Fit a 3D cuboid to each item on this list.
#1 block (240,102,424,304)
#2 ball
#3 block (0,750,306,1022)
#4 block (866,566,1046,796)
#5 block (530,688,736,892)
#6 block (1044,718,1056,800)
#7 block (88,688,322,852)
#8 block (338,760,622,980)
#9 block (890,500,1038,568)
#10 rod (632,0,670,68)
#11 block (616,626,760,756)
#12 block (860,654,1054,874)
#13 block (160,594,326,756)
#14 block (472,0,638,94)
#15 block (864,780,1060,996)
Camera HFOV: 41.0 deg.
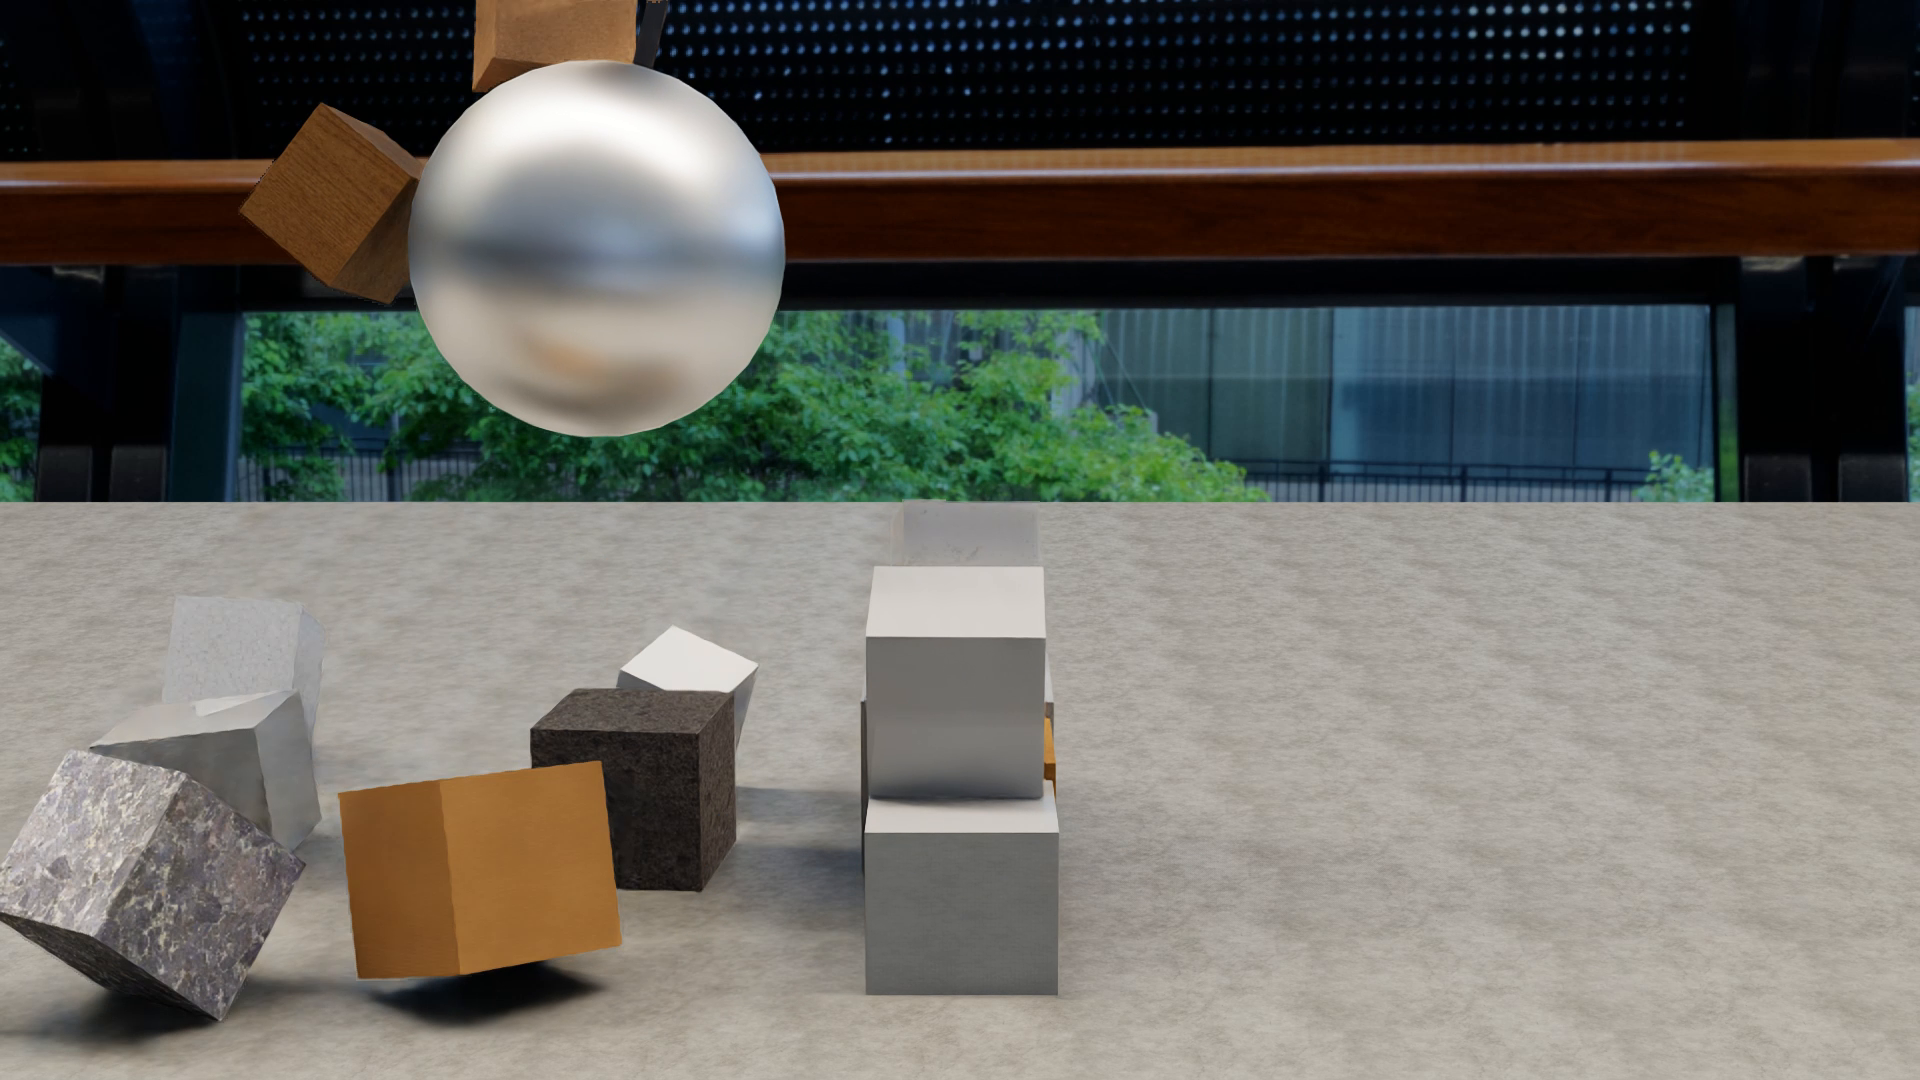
[{"bbox_3d":[-2.664,-1.473,11.313,0.534,0.591,0.647,39,5,9],"label":"block"},{"bbox_3d":[-1.543,-1.238,10.955,1.600,1.600,1.600,0,10,0],"label":"ball"},{"bbox_3d":[-3.070,1.297,9.665,0.667,0.667,0.724,6,-30,33],"label":"block"},{"bbox_3d":[-0.011,0.566,10.444,0.701,0.694,0.723,0,22,1],"label":"block"},{"bbox_3d":[-1.450,1.106,11.504,0.743,0.708,0.762,1,10,6],"label":"block"},{"bbox_3d":[0.020,1.202,10.938,0.746,0.721,0.746,0,10,0],"label":"block"},{"bbox_3d":[-3.372,1.098,11.524,0.731,0.631,0.713,-7,10,2],"label":"block"},{"bbox_3d":[-1.855,1.273,9.927,0.676,0.721,0.757,-11,-6,43],"label":"block"},{"bbox_3d":[0.012,0.203,12.147,0.620,0.669,0.683,1,-8,-7],"label":"block"},{"bbox_3d":[-0.669,-4.471,10.367,0.080,5.200,0.080,15,10,-3],"label":"rod"},{"bbox_3d":[-1.373,0.865,12.501,0.486,0.597,0.545,23,28,12],"label":"block"},{"bbox_3d":[-0.010,1.015,11.776,0.847,0.791,0.932,0,10,0],"label":"block"},{"bbox_3d":[-3.653,0.703,13.100,0.632,0.672,0.629,4,-16,-2],"label":"block"},{"bbox_3d":[-1.787,-2.337,11.321,0.610,0.656,0.570,3,-7,-19],"label":"block"},{"bbox_3d":[0.007,1.370,10.208,0.742,0.652,0.737,0,10,0],"label":"block"}]
